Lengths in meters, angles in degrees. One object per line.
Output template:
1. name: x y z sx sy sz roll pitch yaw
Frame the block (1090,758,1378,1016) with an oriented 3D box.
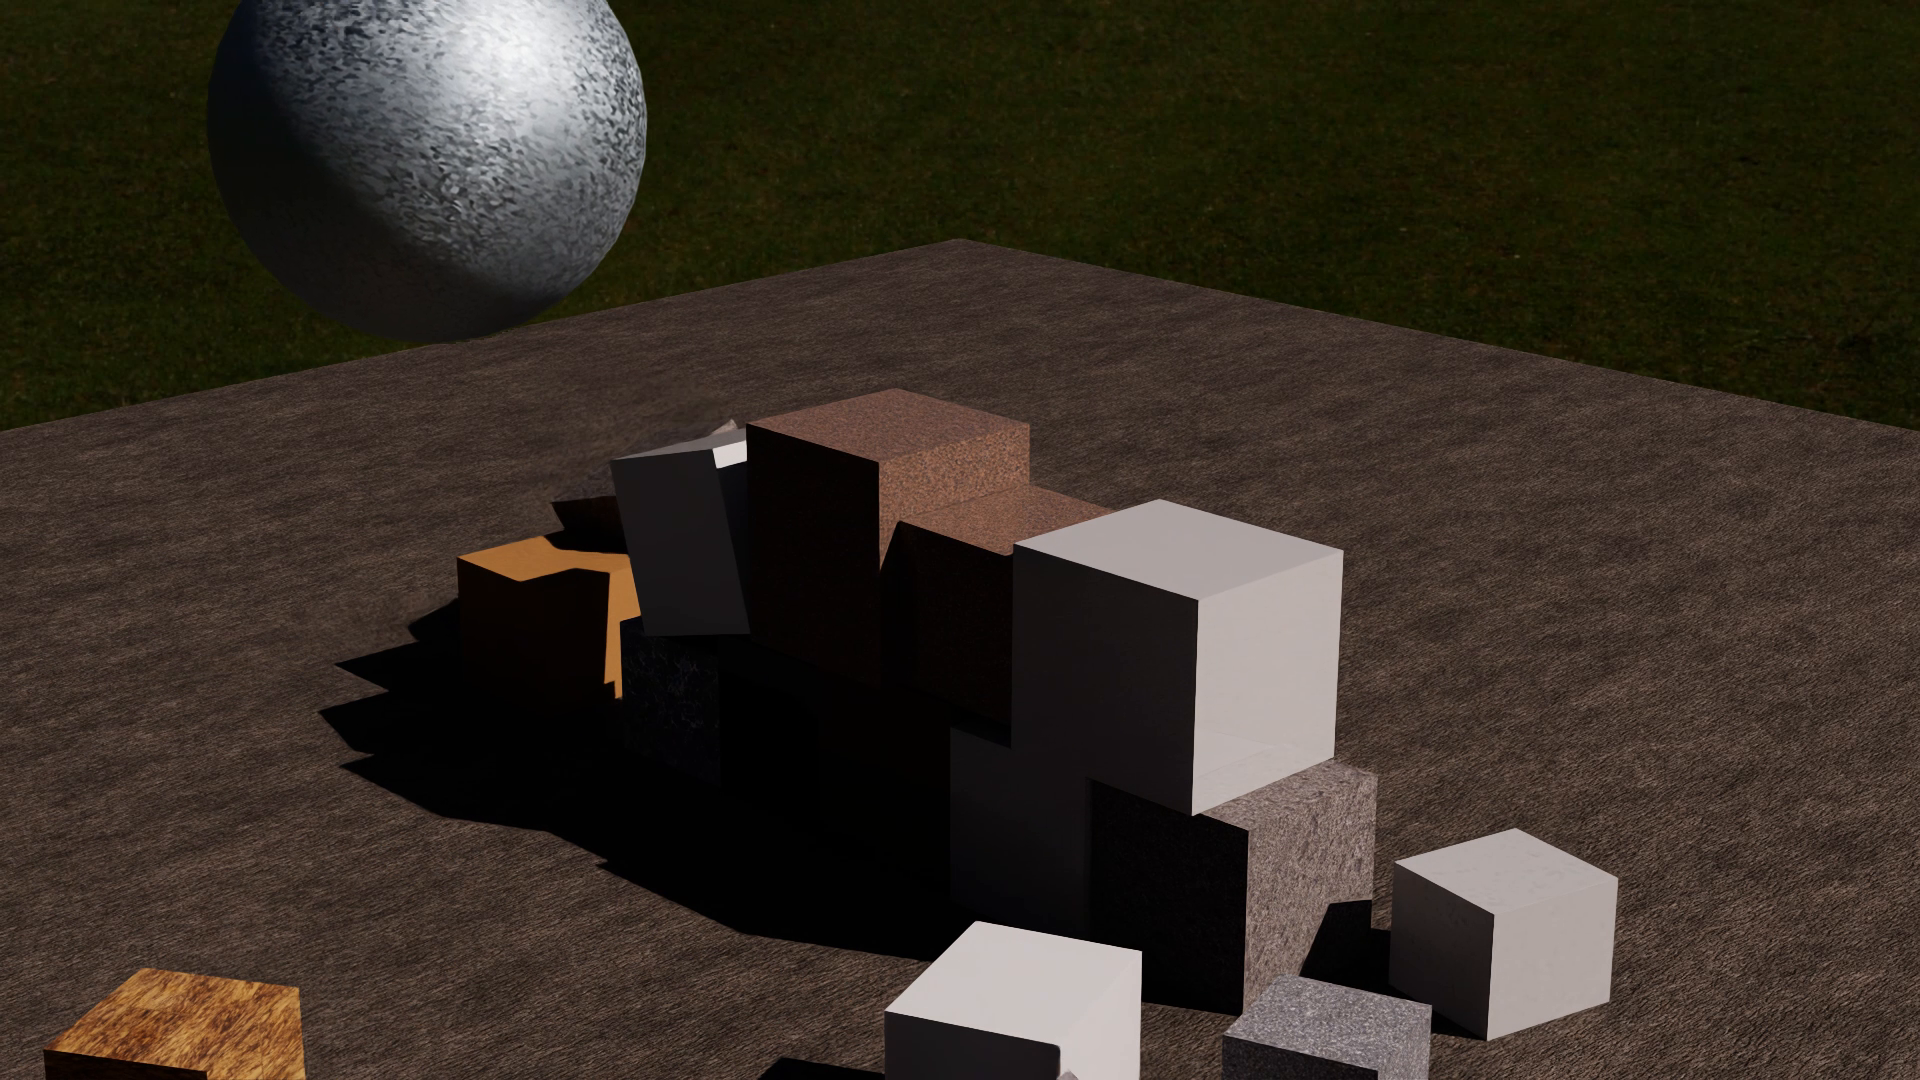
1. block: 1.167 1.390 12.536 0.853 0.831 0.850 -17 24 -42

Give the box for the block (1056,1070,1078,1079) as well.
1. block: 0.317 2.216 9.767 0.585 0.514 0.468 45 28 16

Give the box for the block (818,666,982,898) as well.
1. block: -0.024 0.982 13.673 0.916 0.927 0.874 -17 24 -42

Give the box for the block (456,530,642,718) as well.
1. block: -2.165 0.439 15.770 0.722 0.706 0.784 -16 23 -41

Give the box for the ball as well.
1. ball: -1.955 -1.528 10.812 1.600 1.600 1.600 0 17 0

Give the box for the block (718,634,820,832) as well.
1. block: -0.635 0.851 14.250 0.714 0.831 0.808 -17 24 -42

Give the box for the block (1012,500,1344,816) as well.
1. block: 0.916 0.473 12.498 0.929 0.933 1.031 -17 24 -42

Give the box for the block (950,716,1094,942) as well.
1. block: 0.574 1.210 13.100 0.934 0.835 0.811 -17 24 -42

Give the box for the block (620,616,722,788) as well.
1. block: -1.185 0.745 14.839 0.705 0.680 0.792 -17 24 -42

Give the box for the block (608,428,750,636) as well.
1. block: -1.056 -0.062 14.410 0.811 0.892 0.908 -16 8 -38

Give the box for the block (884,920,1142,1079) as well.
1. block: 0.206 1.963 10.896 0.679 0.720 0.833 7 19 22

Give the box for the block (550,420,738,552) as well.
1. block: -1.574 -0.077 16.240 0.815 0.834 0.787 -38 20 -33

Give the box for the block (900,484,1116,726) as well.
1. block: 0.278 0.278 13.093 0.816 0.766 0.731 -16 24 -41

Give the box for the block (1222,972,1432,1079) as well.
1. block: 1.363 2.040 10.933 0.601 0.553 0.584 9 20 26

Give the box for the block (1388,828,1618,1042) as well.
1. block: 2.257 1.632 12.218 0.673 0.560 0.617 -11 20 -30

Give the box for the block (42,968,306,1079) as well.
1. block: -2.843 2.049 10.701 0.643 0.675 0.679 5 18 15

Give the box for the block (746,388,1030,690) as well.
1. block: -0.332 -0.030 13.584 0.929 1.058 0.909 -16 23 -41
